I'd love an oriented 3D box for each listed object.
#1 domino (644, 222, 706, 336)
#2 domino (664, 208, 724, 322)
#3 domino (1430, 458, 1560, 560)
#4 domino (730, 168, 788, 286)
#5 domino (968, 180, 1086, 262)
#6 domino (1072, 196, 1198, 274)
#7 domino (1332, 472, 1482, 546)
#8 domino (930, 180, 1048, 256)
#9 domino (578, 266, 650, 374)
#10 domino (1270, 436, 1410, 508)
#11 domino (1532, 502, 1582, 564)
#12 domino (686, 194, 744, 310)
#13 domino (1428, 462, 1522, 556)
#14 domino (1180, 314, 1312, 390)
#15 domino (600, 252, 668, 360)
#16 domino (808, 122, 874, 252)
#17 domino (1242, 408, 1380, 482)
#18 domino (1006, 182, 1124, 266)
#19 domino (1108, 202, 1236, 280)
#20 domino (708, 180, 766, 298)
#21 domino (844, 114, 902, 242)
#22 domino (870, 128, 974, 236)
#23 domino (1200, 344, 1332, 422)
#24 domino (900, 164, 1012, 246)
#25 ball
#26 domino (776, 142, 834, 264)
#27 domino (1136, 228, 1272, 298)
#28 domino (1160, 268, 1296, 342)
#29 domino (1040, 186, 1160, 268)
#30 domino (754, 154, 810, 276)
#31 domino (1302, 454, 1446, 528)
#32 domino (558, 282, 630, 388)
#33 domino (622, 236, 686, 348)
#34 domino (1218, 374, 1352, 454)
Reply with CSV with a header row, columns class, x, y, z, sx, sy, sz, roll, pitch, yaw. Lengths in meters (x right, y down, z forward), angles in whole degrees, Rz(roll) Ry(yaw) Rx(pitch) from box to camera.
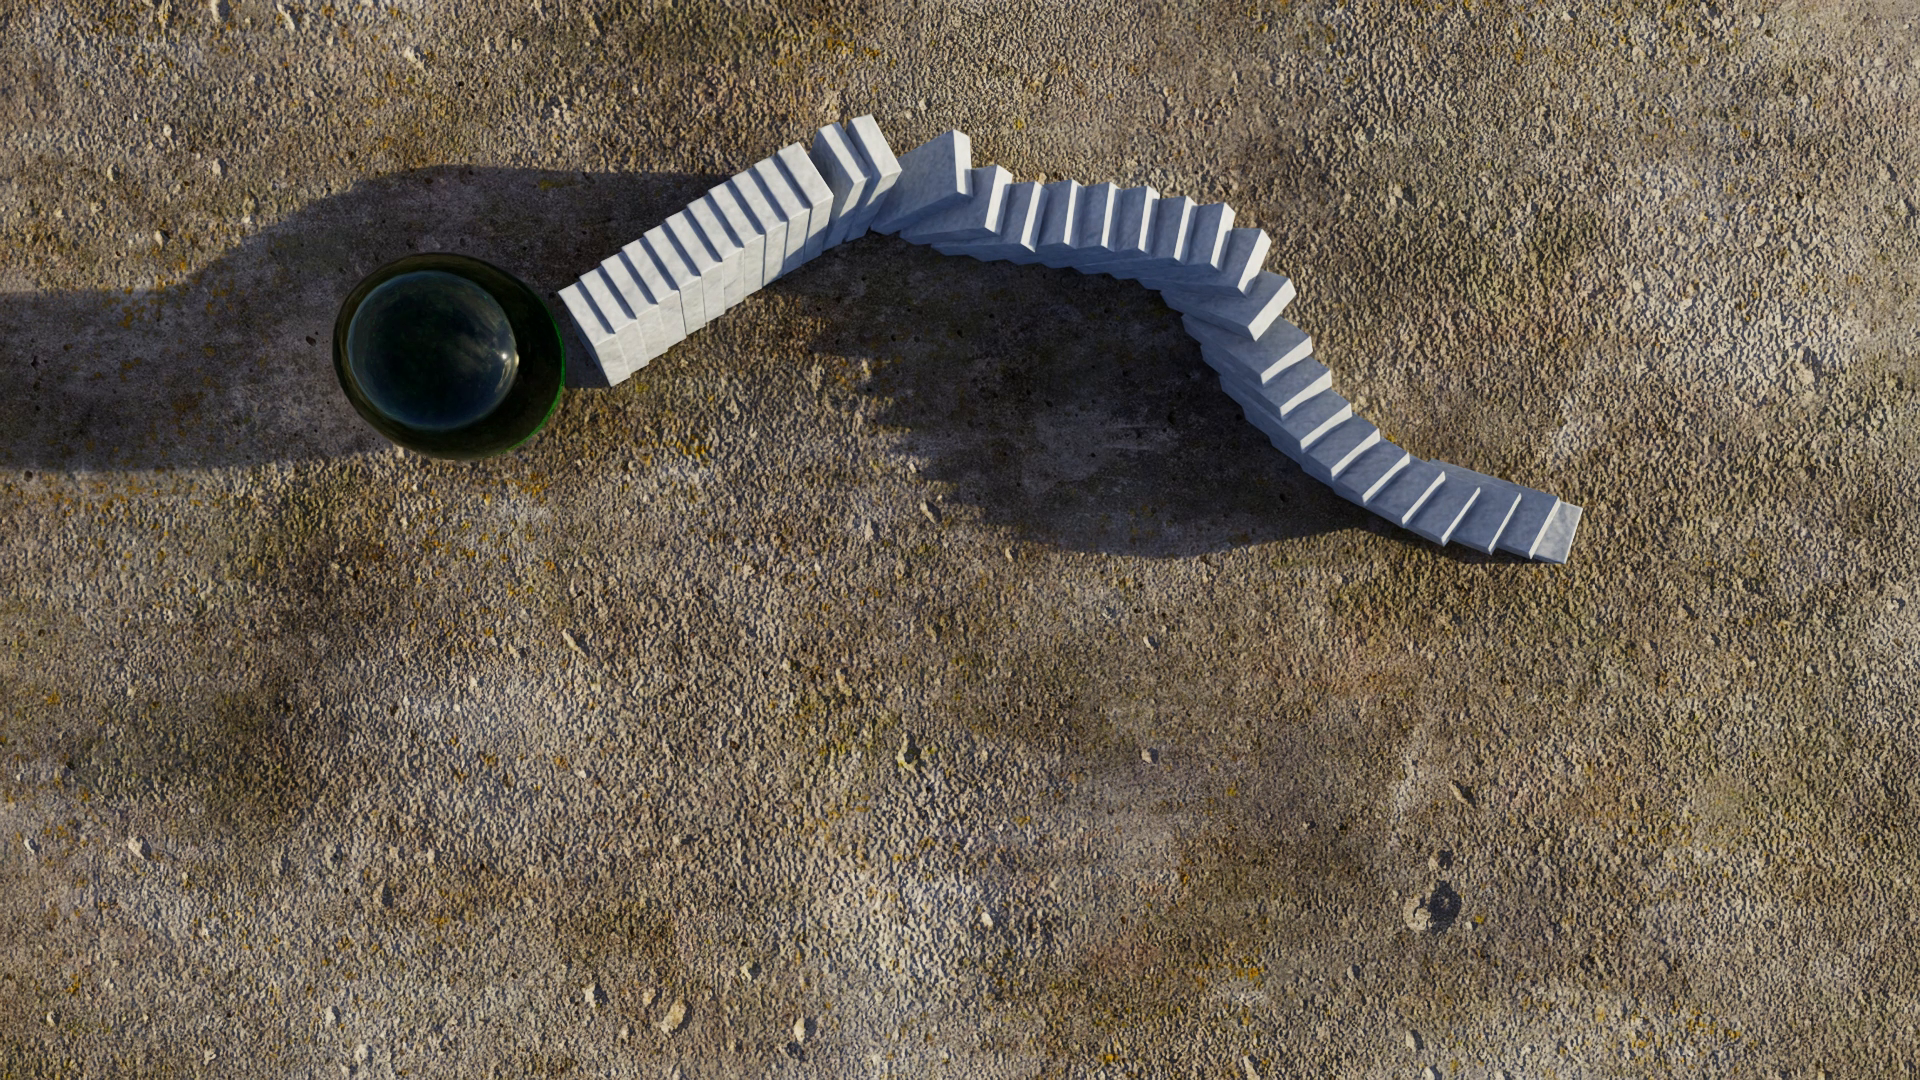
class,x,y,z,sx,sy,sz,roll,pitch,yaw
domino,-0.116,-0.105,0.375,0.010,0.050,0.025,-33,90,-16
domino,-0.108,-0.111,0.375,0.010,0.050,0.025,-33,90,-16
domino,0.216,-0.014,0.380,0.050,0.010,0.025,28,90,40
domino,-0.083,-0.127,0.375,0.009,0.050,0.025,-33,90,-16
domino,0.027,-0.132,0.380,0.050,0.010,0.025,8,90,42
domino,0.071,-0.125,0.379,0.050,0.010,0.025,10,88,43
domino,0.184,-0.020,0.380,0.050,0.010,0.025,37,91,40
domino,0.012,-0.133,0.380,0.050,0.010,0.025,14,90,41
domino,-0.141,-0.089,0.375,0.010,0.050,0.025,-33,90,-16
domino,0.156,-0.038,0.380,0.025,0.010,0.050,-43,51,0
domino,0.238,-0.009,0.395,0.050,0.009,0.025,18,90,0
domino,-0.100,-0.116,0.375,0.010,0.050,0.025,-33,90,-16
domino,0.200,-0.016,0.380,0.050,0.009,0.025,30,91,40
domino,0.118,-0.086,0.381,0.025,0.010,0.050,-38,51,0
domino,-0.132,-0.094,0.375,0.010,0.050,0.025,-33,90,-16
domino,-0.053,-0.143,0.376,0.009,0.050,0.025,-33,90,-26
domino,0.145,-0.048,0.380,0.025,0.010,0.050,-41,51,0
domino,0.042,-0.130,0.380,0.050,0.010,0.025,8,90,43
domino,0.086,-0.123,0.379,0.050,0.009,0.025,11,86,43
domino,-0.091,-0.122,0.375,0.009,0.050,0.025,-33,90,-16
domino,-0.042,-0.147,0.376,0.010,0.050,0.025,-29,90,-26
domino,-0.017,-0.147,0.379,0.050,0.010,0.025,-6,86,42
domino,0.126,-0.073,0.381,0.025,0.010,0.050,-37,51,0
domino,-0.003,-0.138,0.379,0.050,0.009,0.025,12,90,43
ball,-0.198,-0.071,0.360,0.080,0.080,0.080,0,90,0
domino,-0.065,-0.136,0.375,0.010,0.050,0.025,-33,90,-17
domino,0.100,-0.116,0.379,0.050,0.009,0.025,22,88,44
domino,0.110,-0.102,0.379,0.025,0.050,0.010,-49,134,0
domino,0.057,-0.129,0.379,0.050,0.009,0.025,8,89,43
domino,-0.074,-0.131,0.375,0.010,0.050,0.025,-33,90,-16
domino,0.170,-0.029,0.380,0.025,0.010,0.050,-49,50,1
domino,-0.149,-0.083,0.375,0.009,0.050,0.025,-33,90,-16
domino,-0.124,-0.100,0.375,0.009,0.050,0.025,-33,90,-16
domino,0.134,-0.060,0.380,0.025,0.009,0.050,-37,51,0
